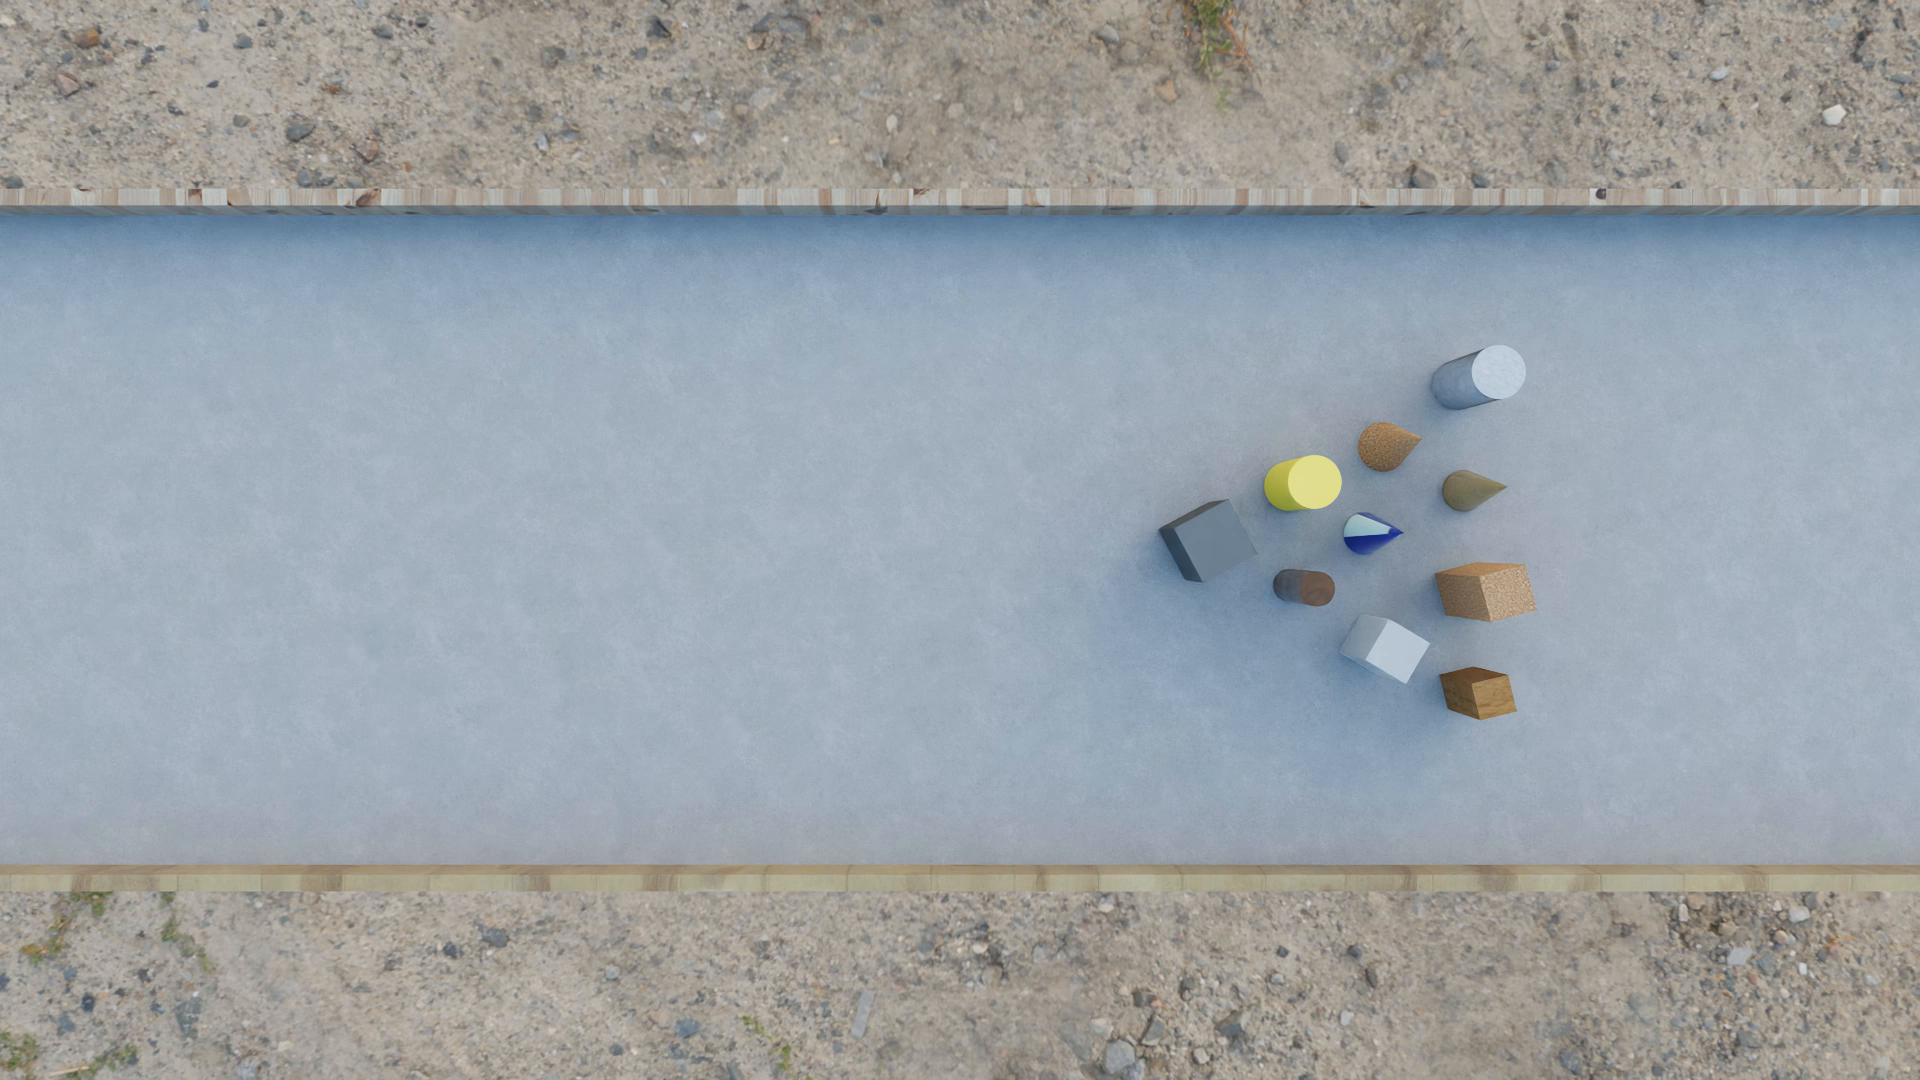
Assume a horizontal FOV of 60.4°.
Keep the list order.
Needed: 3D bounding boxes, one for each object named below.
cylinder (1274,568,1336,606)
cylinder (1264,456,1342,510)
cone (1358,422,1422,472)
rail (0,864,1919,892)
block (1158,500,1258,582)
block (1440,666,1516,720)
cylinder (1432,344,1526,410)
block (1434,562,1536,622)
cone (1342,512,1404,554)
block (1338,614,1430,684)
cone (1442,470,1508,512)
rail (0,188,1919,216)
[{"bbox_3d":[1.014,0.139,4.876,0.101,0.401,0.101,0,90,0],"label":"cylinder"},{"bbox_3d":[1.013,-0.166,4.892,0.153,0.368,0.153,0,90,0],"label":"cylinder"},{"bbox_3d":[1.301,-0.287,4.857,0.153,0.440,0.153,0,90,0],"label":"cone"},{"bbox_3d":[-2.247,1.025,5.001,12.000,0.150,0.050,0,90,0],"label":"rail"},{"bbox_3d":[0.729,0.003,4.886,0.177,0.380,0.177,-28,90,0],"label":"block"},{"bbox_3d":[1.541,0.455,4.917,0.109,0.318,0.109,-14,90,0],"label":"block"},{"bbox_3d":[1.530,-0.477,4.880,0.154,0.394,0.154,0,90,0],"label":"cylinder"},{"bbox_3d":[1.542,0.150,4.858,0.133,0.437,0.133,-15,90,0],"label":"block"},{"bbox_3d":[1.245,-0.021,4.849,0.132,0.455,0.132,0,90,0],"label":"cone"},{"bbox_3d":[1.258,0.321,4.909,0.136,0.335,0.136,31,90,0],"label":"block"},{"bbox_3d":[1.549,-0.151,4.866,0.129,0.421,0.129,0,90,0],"label":"cone"},{"bbox_3d":[-2.247,-1.025,5.002,12.000,0.150,0.050,0,90,0],"label":"rail"}]
